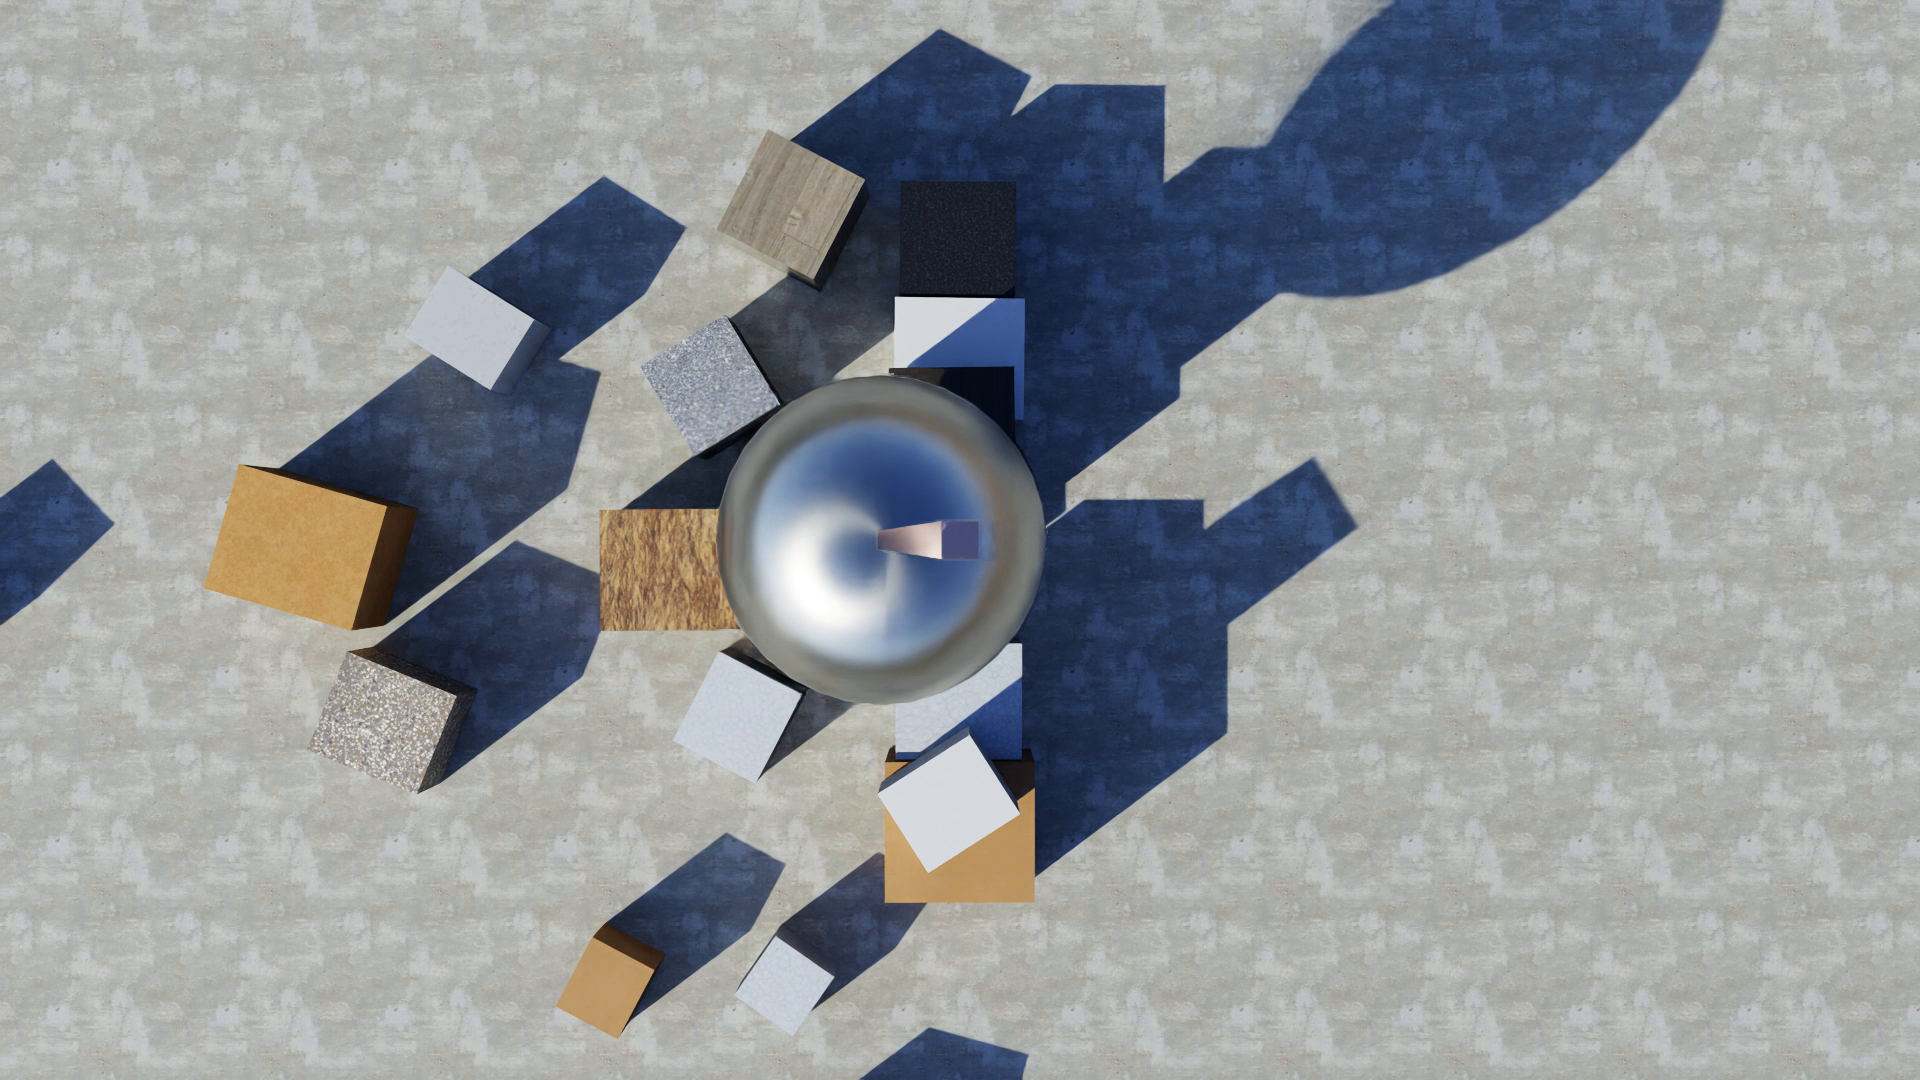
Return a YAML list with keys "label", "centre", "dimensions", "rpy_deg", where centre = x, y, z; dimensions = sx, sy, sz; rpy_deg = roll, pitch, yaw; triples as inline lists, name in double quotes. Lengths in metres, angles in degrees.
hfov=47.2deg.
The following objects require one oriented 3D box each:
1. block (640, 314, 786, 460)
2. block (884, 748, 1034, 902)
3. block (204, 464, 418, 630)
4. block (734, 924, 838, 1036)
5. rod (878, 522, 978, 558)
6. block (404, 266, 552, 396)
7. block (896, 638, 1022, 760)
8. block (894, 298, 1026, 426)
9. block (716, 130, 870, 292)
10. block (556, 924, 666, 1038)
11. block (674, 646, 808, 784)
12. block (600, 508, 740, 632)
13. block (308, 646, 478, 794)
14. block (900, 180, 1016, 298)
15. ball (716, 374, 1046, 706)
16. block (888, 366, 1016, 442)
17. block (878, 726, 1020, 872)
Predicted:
- label: "block"
  centre: [-1.410, -0.872, 12.699]
  dimensions: [0.564, 0.602, 0.593]
  rpy_deg: [-32, 90, 0]
- label: "block"
  centre: [-0.001, 1.625, 12.610]
  dimensions: [0.833, 0.780, 0.780]
  rpy_deg: [0, 90, 0]
- label: "block"
  centre: [-3.712, 0.041, 12.639]
  dimensions: [0.858, 0.722, 0.721]
  rpy_deg: [16, 90, 0]
- label: "block"
  centre: [-1.008, 2.559, 12.807]
  dimensions: [0.411, 0.385, 0.414]
  rpy_deg: [35, 90, 0]
- label: "rod"
  centre: [-0.165, 0.000, 7.271]
  dimensions: [0.080, 5.200, 0.080]
  rpy_deg: [0, 90, -4]
- label: "block"
  centre: [-2.783, -1.204, 12.733]
  dimensions: [0.579, 0.534, 0.470]
  rpy_deg: [32, 90, 0]
- label: "block"
  centre: [-0.007, 0.902, 12.634]
  dimensions: [0.705, 0.732, 0.647]
  rpy_deg: [0, 90, 0]
- label: "block"
  centre: [-0.004, -1.023, 12.689]
  dimensions: [0.732, 0.621, 0.681]
  rpy_deg: [1, 90, 0]
- label: "block"
  centre: [-0.951, -1.887, 12.680]
  dimensions: [0.614, 0.640, 0.632]
  rpy_deg: [27, 90, 0]
- label: "block"
  centre: [-2.022, 2.552, 12.762]
  dimensions: [0.401, 0.477, 0.446]
  rpy_deg: [28, 90, 0]
- label: "block"
  centre: [-1.258, 1.003, 12.711]
  dimensions: [0.528, 0.577, 0.568]
  rpy_deg: [27, 90, 0]
- label: "block"
  centre: [-1.637, 0.167, 12.651]
  dimensions: [0.757, 0.698, 0.679]
  rpy_deg: [-1, 90, 0]
- label: "block"
  centre: [-3.271, 1.035, 12.718]
  dimensions: [0.671, 0.563, 0.602]
  rpy_deg: [22, 90, 0]
- label: "block"
  centre: [-0.012, -1.702, 12.700]
  dimensions: [0.652, 0.599, 0.642]
  rpy_deg: [1, 90, 0]
- label: "ball"
  centre: [-0.380, 0.000, 10.664]
  dimensions: [1.600, 1.600, 1.600]
  rpy_deg: [0, 90, 0]
- label: "block"
  centre: [-0.042, -0.593, 12.034]
  dimensions: [0.671, 0.575, 0.662]
  rpy_deg: [-1, 90, 0]
- label: "block"
  centre: [-0.059, 1.397, 11.928]
  dimensions: [0.578, 0.583, 0.497]
  rpy_deg: [-33, 90, 0]
